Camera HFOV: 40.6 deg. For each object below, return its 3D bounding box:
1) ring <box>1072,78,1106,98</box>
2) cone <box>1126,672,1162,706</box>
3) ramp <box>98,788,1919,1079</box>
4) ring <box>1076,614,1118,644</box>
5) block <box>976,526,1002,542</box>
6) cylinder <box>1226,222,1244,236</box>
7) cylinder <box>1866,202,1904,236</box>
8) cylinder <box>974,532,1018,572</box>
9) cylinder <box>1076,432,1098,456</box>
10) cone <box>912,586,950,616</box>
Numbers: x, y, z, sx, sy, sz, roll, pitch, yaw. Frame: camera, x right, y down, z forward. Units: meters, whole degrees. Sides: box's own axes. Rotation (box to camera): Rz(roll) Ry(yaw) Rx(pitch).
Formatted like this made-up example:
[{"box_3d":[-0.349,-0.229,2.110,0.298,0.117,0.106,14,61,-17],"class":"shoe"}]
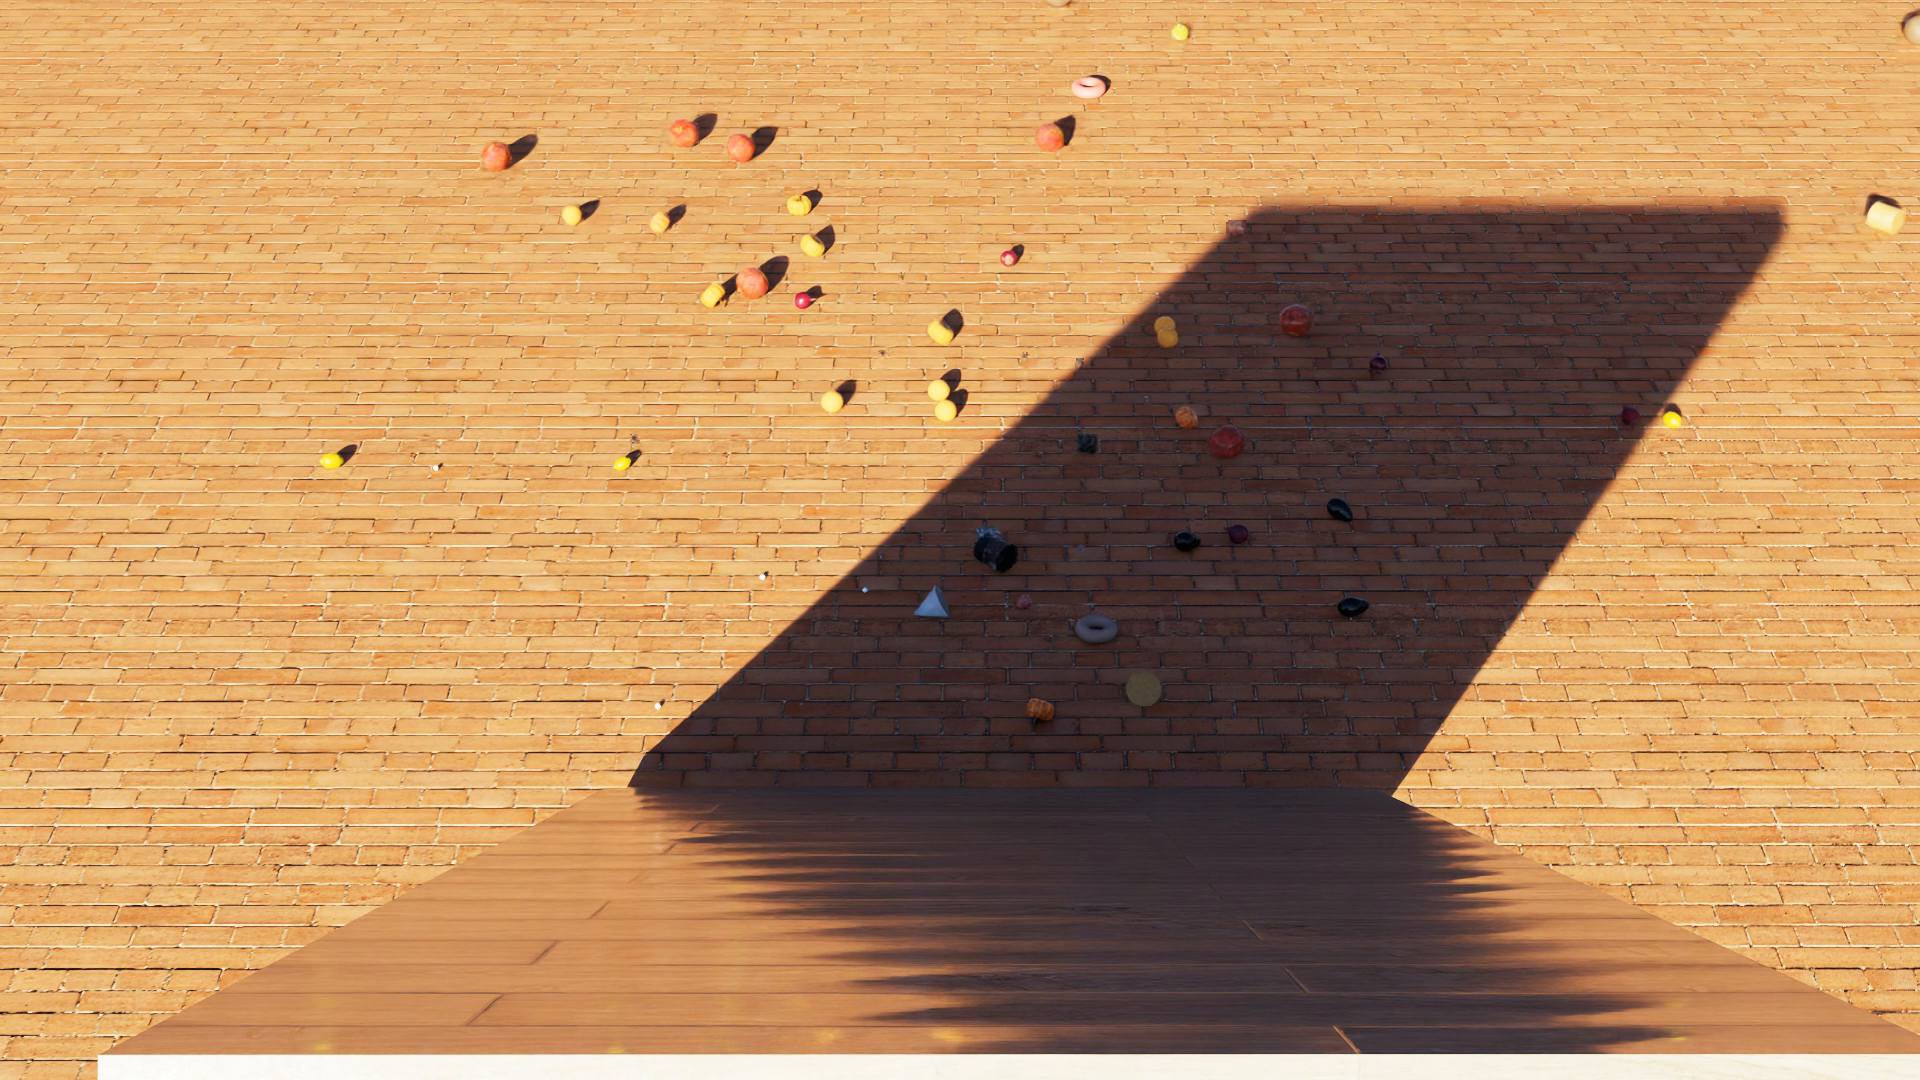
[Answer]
[{"box_3d":[0.526,-1.851,10.627,0.143,0.048,0.143,0,35,0],"class":"ring"},{"box_3d":[0.519,0.409,7.246,0.098,0.098,0.098,7,8,10],"class":"cone"},{"box_3d":[0.075,0.649,4.782,2.000,0.100,4.000,0,-1,0],"class":"ramp"},{"box_3d":[0.394,0.257,7.477,0.122,0.041,0.122,0,32,0],"class":"ring"},{"box_3d":[0.087,0.001,7.844,0.058,0.058,0.058,-14,36,-20],"class":"block"},{"box_3d":[1.016,-1.145,9.566,0.052,0.052,0.052,-6,34,-9],"class":"cylinder"},{"box_3d":[3.420,-1.189,9.590,0.098,0.098,0.098,29,43,36],"class":"cylinder"},{"box_3d":[0.107,0.037,7.760,0.091,0.091,0.091,-28,43,-35],"class":"cylinder"},{"box_3d":[0.406,-0.308,8.309,0.054,0.054,0.054,35,41,6],"class":"cylinder"},{"box_3d":[-0.094,0.198,7.561,0.100,0.100,0.100,-25,33,10],"class":"cone"}]
